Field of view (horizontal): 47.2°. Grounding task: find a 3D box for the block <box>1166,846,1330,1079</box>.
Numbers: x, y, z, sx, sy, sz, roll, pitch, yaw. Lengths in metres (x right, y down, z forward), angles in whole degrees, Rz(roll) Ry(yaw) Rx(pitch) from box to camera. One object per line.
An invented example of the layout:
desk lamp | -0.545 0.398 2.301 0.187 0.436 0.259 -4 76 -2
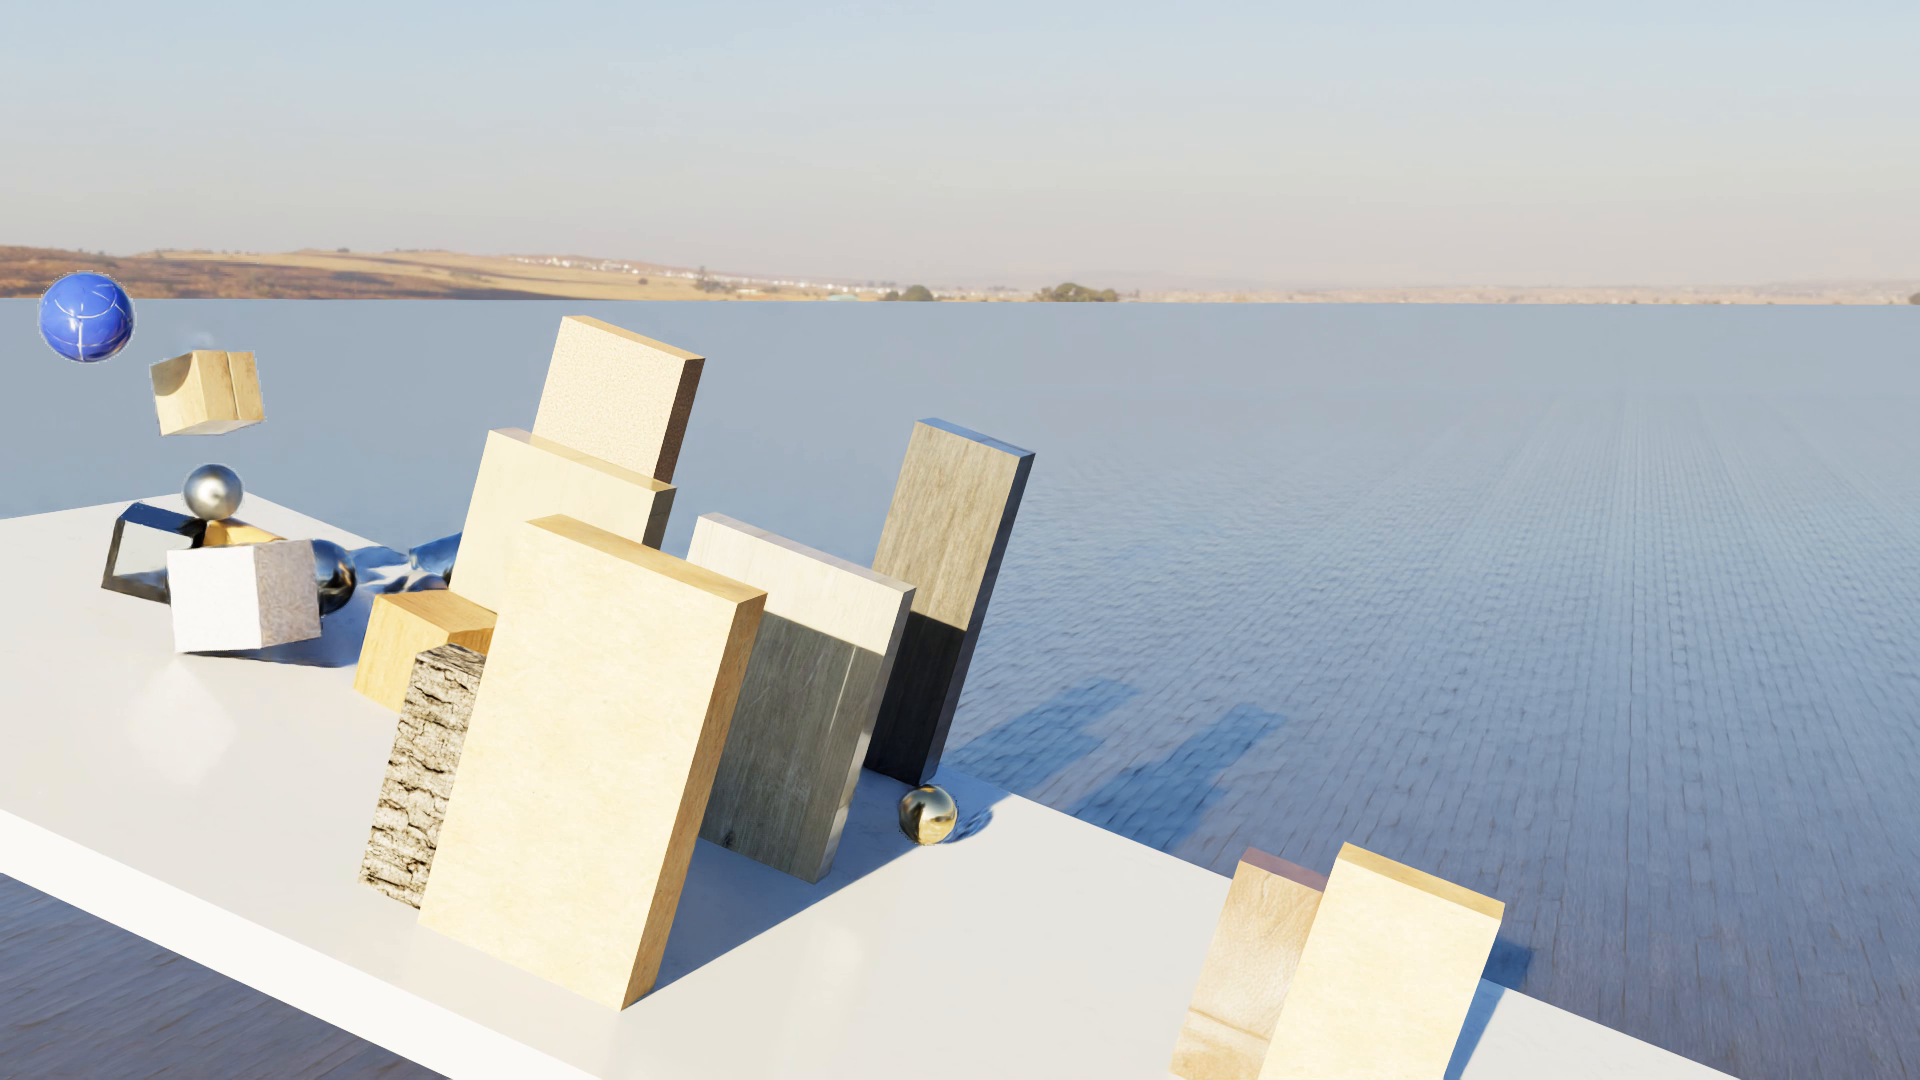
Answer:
block | 0.594 0.794 3.832 0.344 0.409 0.100 20 12 14

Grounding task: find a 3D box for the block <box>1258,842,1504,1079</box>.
block | 0.672 0.800 3.618 0.274 0.529 0.105 20 12 14

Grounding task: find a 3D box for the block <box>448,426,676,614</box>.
block | -0.864 0.093 4.632 0.393 0.559 0.107 20 12 14

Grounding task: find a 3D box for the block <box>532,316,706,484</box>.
block | -0.832 -0.082 4.940 0.306 0.782 0.110 20 12 14

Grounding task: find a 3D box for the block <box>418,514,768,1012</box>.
block | -0.589 0.350 3.500 0.375 0.692 0.125 20 12 14

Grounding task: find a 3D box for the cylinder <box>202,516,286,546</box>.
cylinder | -1.587 0.039 4.874 0.147 0.147 0.147 21 13 16

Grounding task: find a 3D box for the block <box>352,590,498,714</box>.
block | -1.078 0.240 4.518 0.206 0.206 0.206 23 13 26

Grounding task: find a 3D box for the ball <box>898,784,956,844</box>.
ball | -0.069 0.575 4.611 0.123 0.123 0.123 0 7 0

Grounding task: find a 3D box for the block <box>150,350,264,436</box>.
block | -1.603 -0.313 4.686 0.149 0.149 0.149 -13 -3 32

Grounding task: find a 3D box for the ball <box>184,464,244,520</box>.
ball | -1.622 -0.104 4.778 0.125 0.125 0.125 0 7 0

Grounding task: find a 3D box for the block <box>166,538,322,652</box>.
block | -1.444 0.110 4.442 0.201 0.201 0.201 -3 3 18

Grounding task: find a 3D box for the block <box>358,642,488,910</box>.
block | -0.780 0.419 3.608 0.306 0.409 0.115 20 12 14

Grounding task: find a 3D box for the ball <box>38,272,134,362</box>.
ball | -1.747 -0.446 4.402 0.178 0.178 0.178 0 7 0

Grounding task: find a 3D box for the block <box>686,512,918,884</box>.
block | -0.377 0.303 4.246 0.432 0.602 0.081 20 12 14

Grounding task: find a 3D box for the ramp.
ramp | -0.361 0.687 4.229 4.000 0.100 2.000 20 12 14

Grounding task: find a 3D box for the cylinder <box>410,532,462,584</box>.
cylinder | -1.156 0.076 5.083 0.178 0.178 0.178 -19 14 -21

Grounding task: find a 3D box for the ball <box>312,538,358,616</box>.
ball | -1.418 0.082 4.854 0.170 0.170 0.170 0 7 0

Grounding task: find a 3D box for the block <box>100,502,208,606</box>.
block | -1.720 0.030 4.700 0.156 0.156 0.156 15 12 -10

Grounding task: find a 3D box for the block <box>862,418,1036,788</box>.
block | -0.077 0.140 4.968 0.251 0.789 0.132 20 12 14

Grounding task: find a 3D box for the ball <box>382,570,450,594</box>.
ball | -1.163 0.147 4.725 0.162 0.162 0.162 0 7 0
